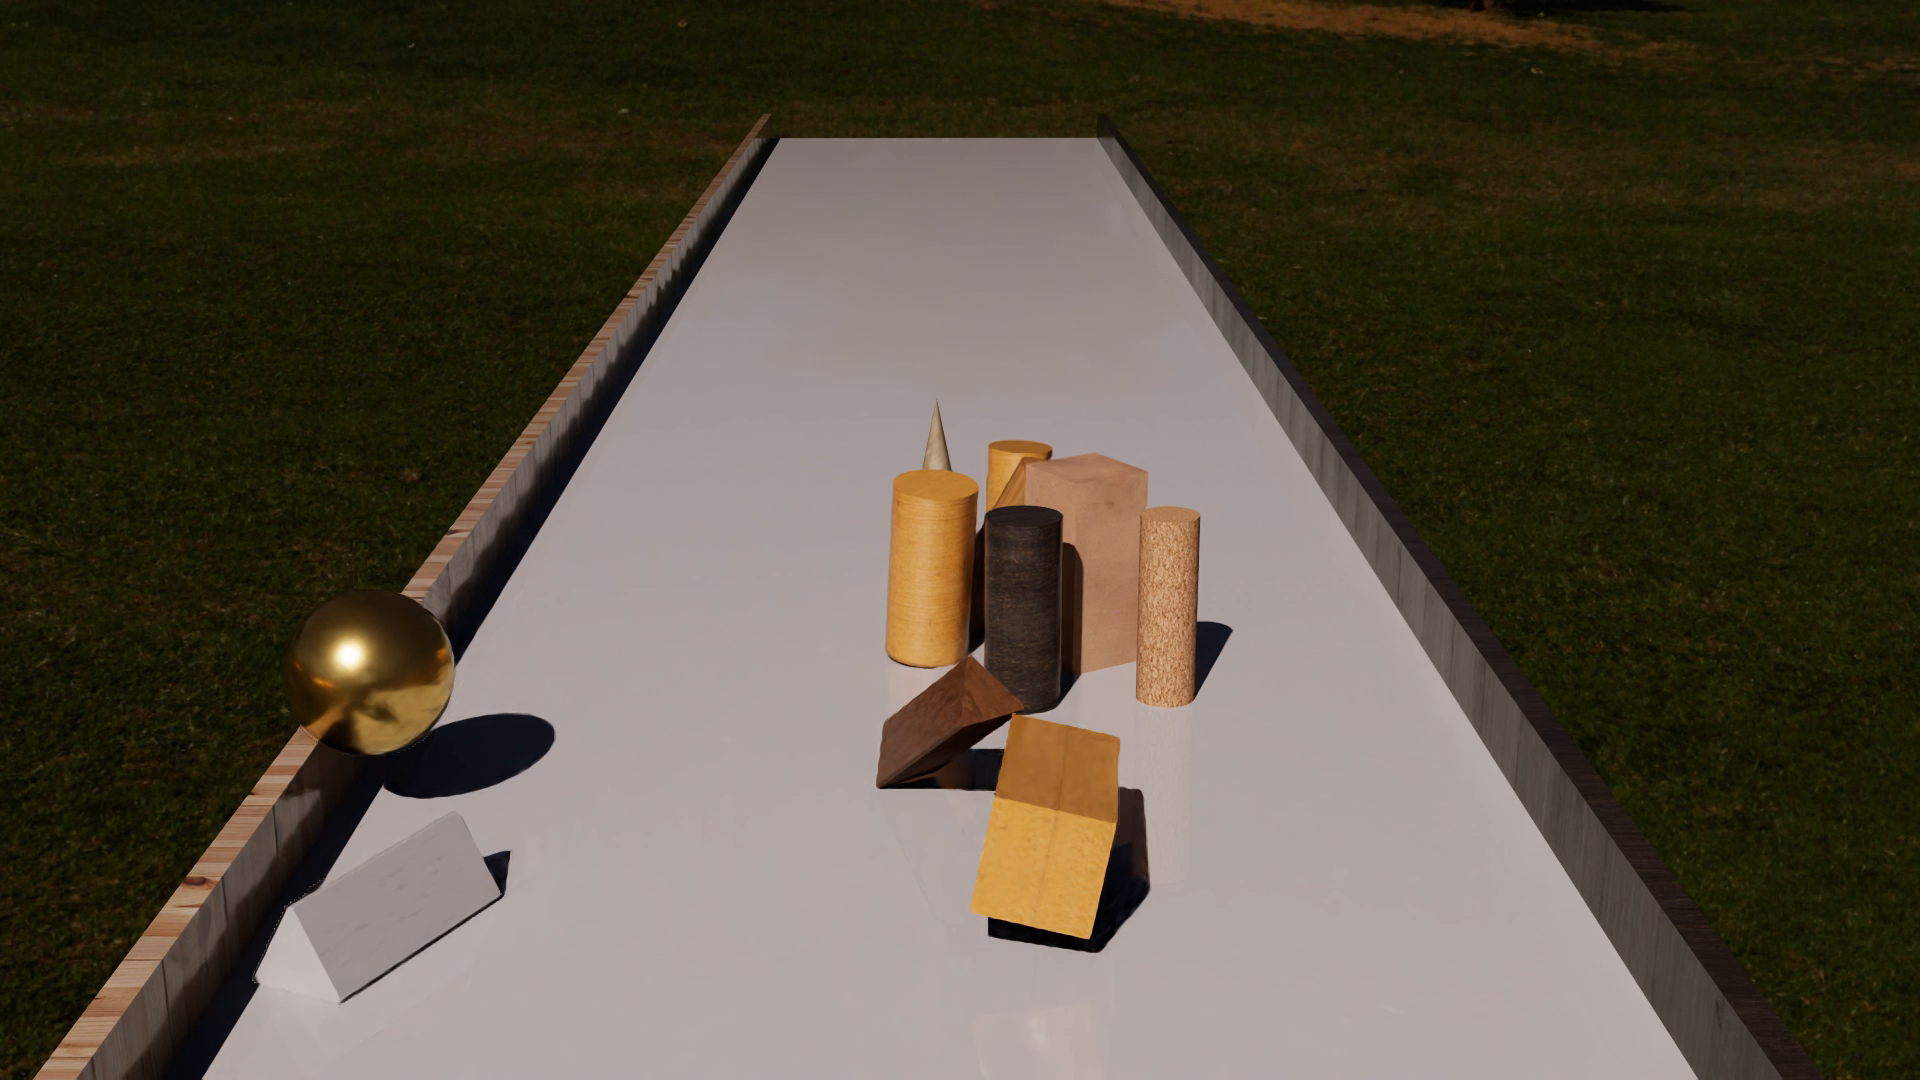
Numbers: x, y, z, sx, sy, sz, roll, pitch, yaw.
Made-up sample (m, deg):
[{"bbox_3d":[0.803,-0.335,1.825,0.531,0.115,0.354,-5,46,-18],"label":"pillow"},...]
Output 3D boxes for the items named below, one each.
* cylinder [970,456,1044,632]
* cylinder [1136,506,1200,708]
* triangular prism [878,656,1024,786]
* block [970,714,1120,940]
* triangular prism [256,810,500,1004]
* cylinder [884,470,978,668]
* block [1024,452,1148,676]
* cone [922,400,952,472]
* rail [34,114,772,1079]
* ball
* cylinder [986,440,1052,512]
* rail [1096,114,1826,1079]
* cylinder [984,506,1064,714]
[{"bbox_3d":[0.084,0.011,4.521,0.106,0.378,0.106,24,26,-12],"label":"cylinder"},{"bbox_3d":[0.393,0.126,4.163,0.113,0.364,0.113,0,17,0],"label":"cylinder"},{"bbox_3d":[-0.038,0.301,3.692,0.124,0.107,0.341,-13,-16,-32],"label":"triangular prism"},{"bbox_3d":[0.135,0.425,3.347,0.177,0.177,0.458,12,11,2],"label":"block"},{"bbox_3d":[-0.850,0.523,3.225,0.151,0.131,0.370,8,18,24],"label":"triangular prism"},{"bbox_3d":[-0.058,0.056,4.381,0.169,0.358,0.169,3,22,-1],"label":"cylinder"},{"bbox_3d":[0.247,0.045,4.383,0.173,0.392,0.173,-10,20,-31],"label":"block"},{"bbox_3d":[-0.051,-0.112,4.870,0.169,0.418,0.169,0,17,0],"label":"cone"},{"bbox_3d":[-1.118,-0.838,7.780,0.050,0.150,12.000,0,17,-1],"label":"rail"},{"bbox_3d":[-0.965,0.215,3.595,0.273,0.273,0.273,0,17,0],"label":"ball"},{"bbox_3d":[0.118,-0.018,4.635,0.134,0.364,0.134,3,14,-1],"label":"cylinder"},{"bbox_3d":[0.932,-0.844,7.801,0.050,0.150,12.000,0,17,-1],"label":"rail"},{"bbox_3d":[0.119,0.131,4.143,0.146,0.367,0.146,0,17,0],"label":"cylinder"}]
